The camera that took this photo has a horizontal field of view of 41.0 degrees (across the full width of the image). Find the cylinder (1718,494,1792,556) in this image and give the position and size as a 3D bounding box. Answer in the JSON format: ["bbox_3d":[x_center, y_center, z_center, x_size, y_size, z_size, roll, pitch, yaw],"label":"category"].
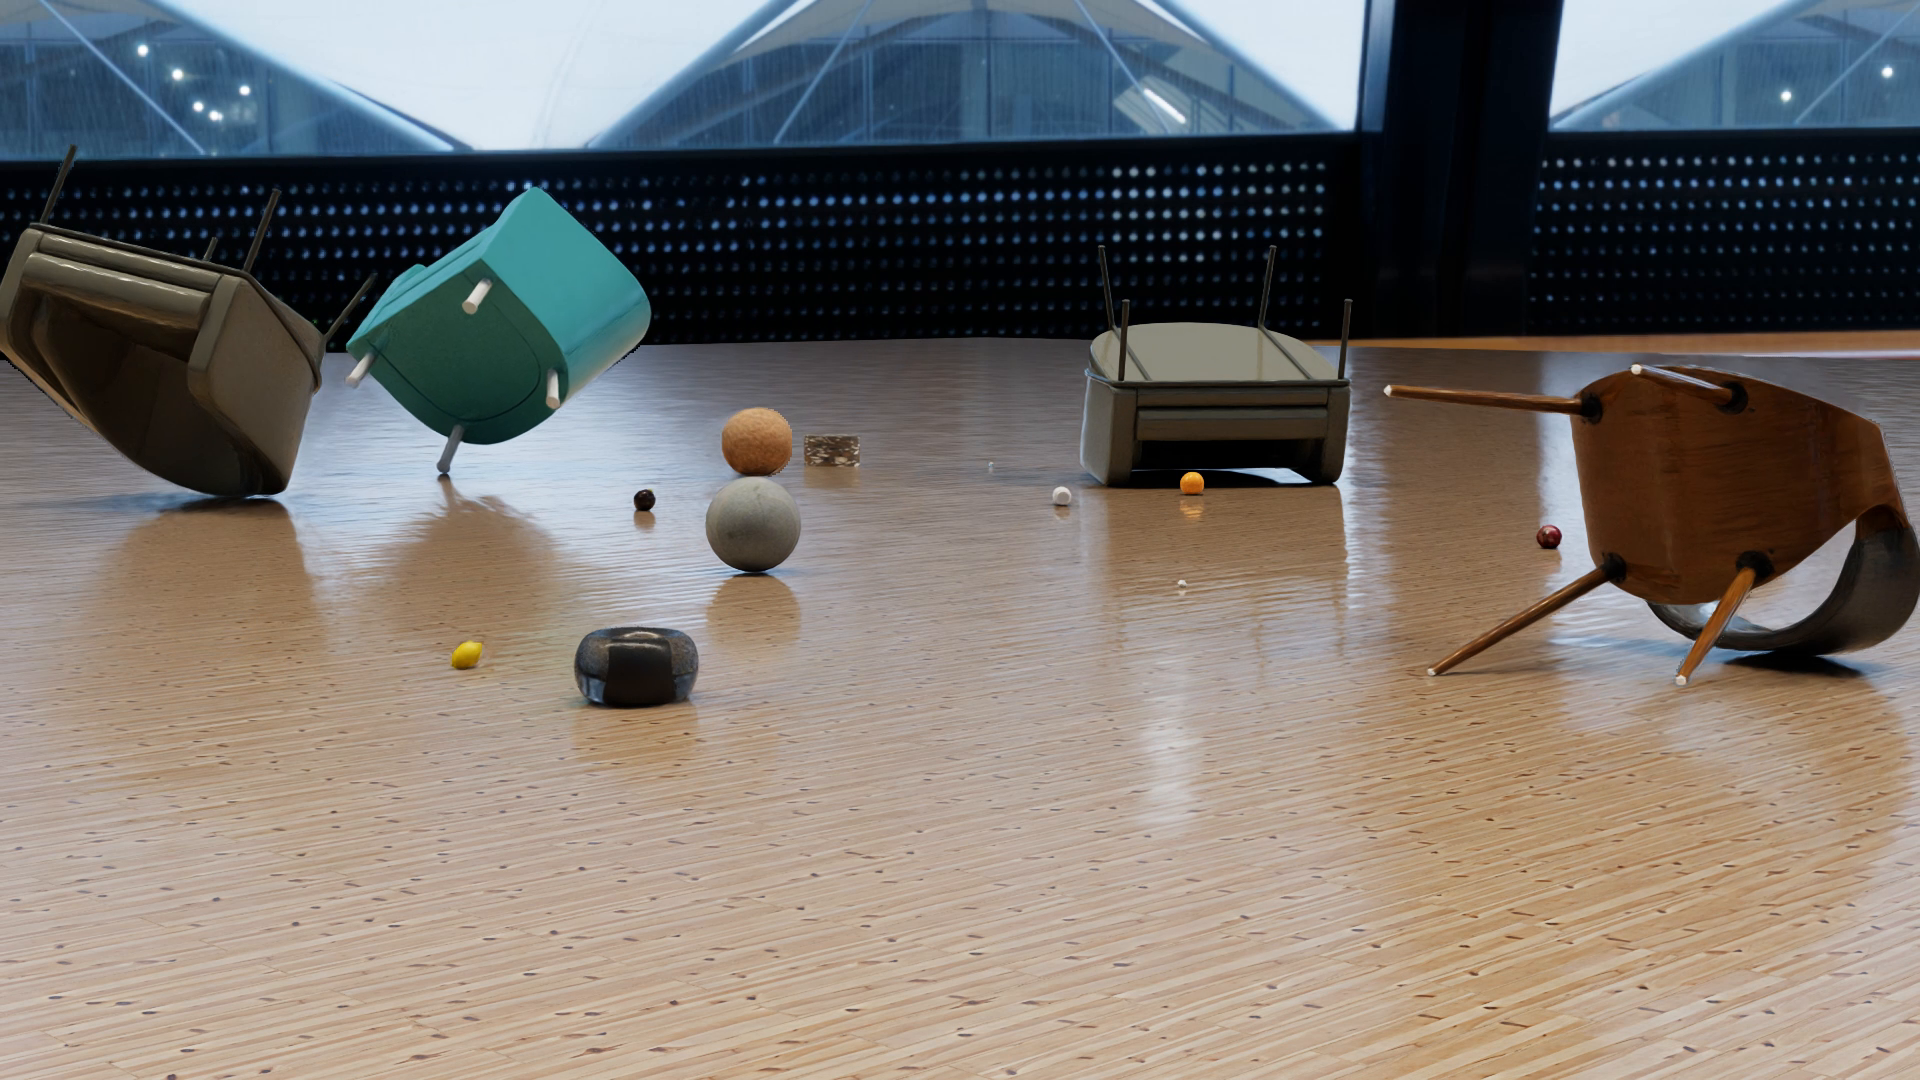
[{"bbox_3d":[1.898,-0.038,6.118,0.136,0.136,0.166,-29,-9,29],"label":"cylinder"}]

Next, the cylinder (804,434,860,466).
[{"bbox_3d":[-0.446,-0.313,8.938,0.201,0.105,0.135,2,6,19],"label":"cylinder"}]

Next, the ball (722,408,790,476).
[{"bbox_3d":[-0.668,-0.320,8.404,0.228,0.228,0.228,0,6,0],"label":"ball"}]

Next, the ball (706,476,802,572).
[{"bbox_3d":[-0.460,-0.035,5.707,0.213,0.213,0.213,0,6,0],"label":"ball"}]

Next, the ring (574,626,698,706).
[{"bbox_3d":[-0.504,0.196,4.001,0.183,0.105,0.212,6,7,31],"label":"ring"}]
